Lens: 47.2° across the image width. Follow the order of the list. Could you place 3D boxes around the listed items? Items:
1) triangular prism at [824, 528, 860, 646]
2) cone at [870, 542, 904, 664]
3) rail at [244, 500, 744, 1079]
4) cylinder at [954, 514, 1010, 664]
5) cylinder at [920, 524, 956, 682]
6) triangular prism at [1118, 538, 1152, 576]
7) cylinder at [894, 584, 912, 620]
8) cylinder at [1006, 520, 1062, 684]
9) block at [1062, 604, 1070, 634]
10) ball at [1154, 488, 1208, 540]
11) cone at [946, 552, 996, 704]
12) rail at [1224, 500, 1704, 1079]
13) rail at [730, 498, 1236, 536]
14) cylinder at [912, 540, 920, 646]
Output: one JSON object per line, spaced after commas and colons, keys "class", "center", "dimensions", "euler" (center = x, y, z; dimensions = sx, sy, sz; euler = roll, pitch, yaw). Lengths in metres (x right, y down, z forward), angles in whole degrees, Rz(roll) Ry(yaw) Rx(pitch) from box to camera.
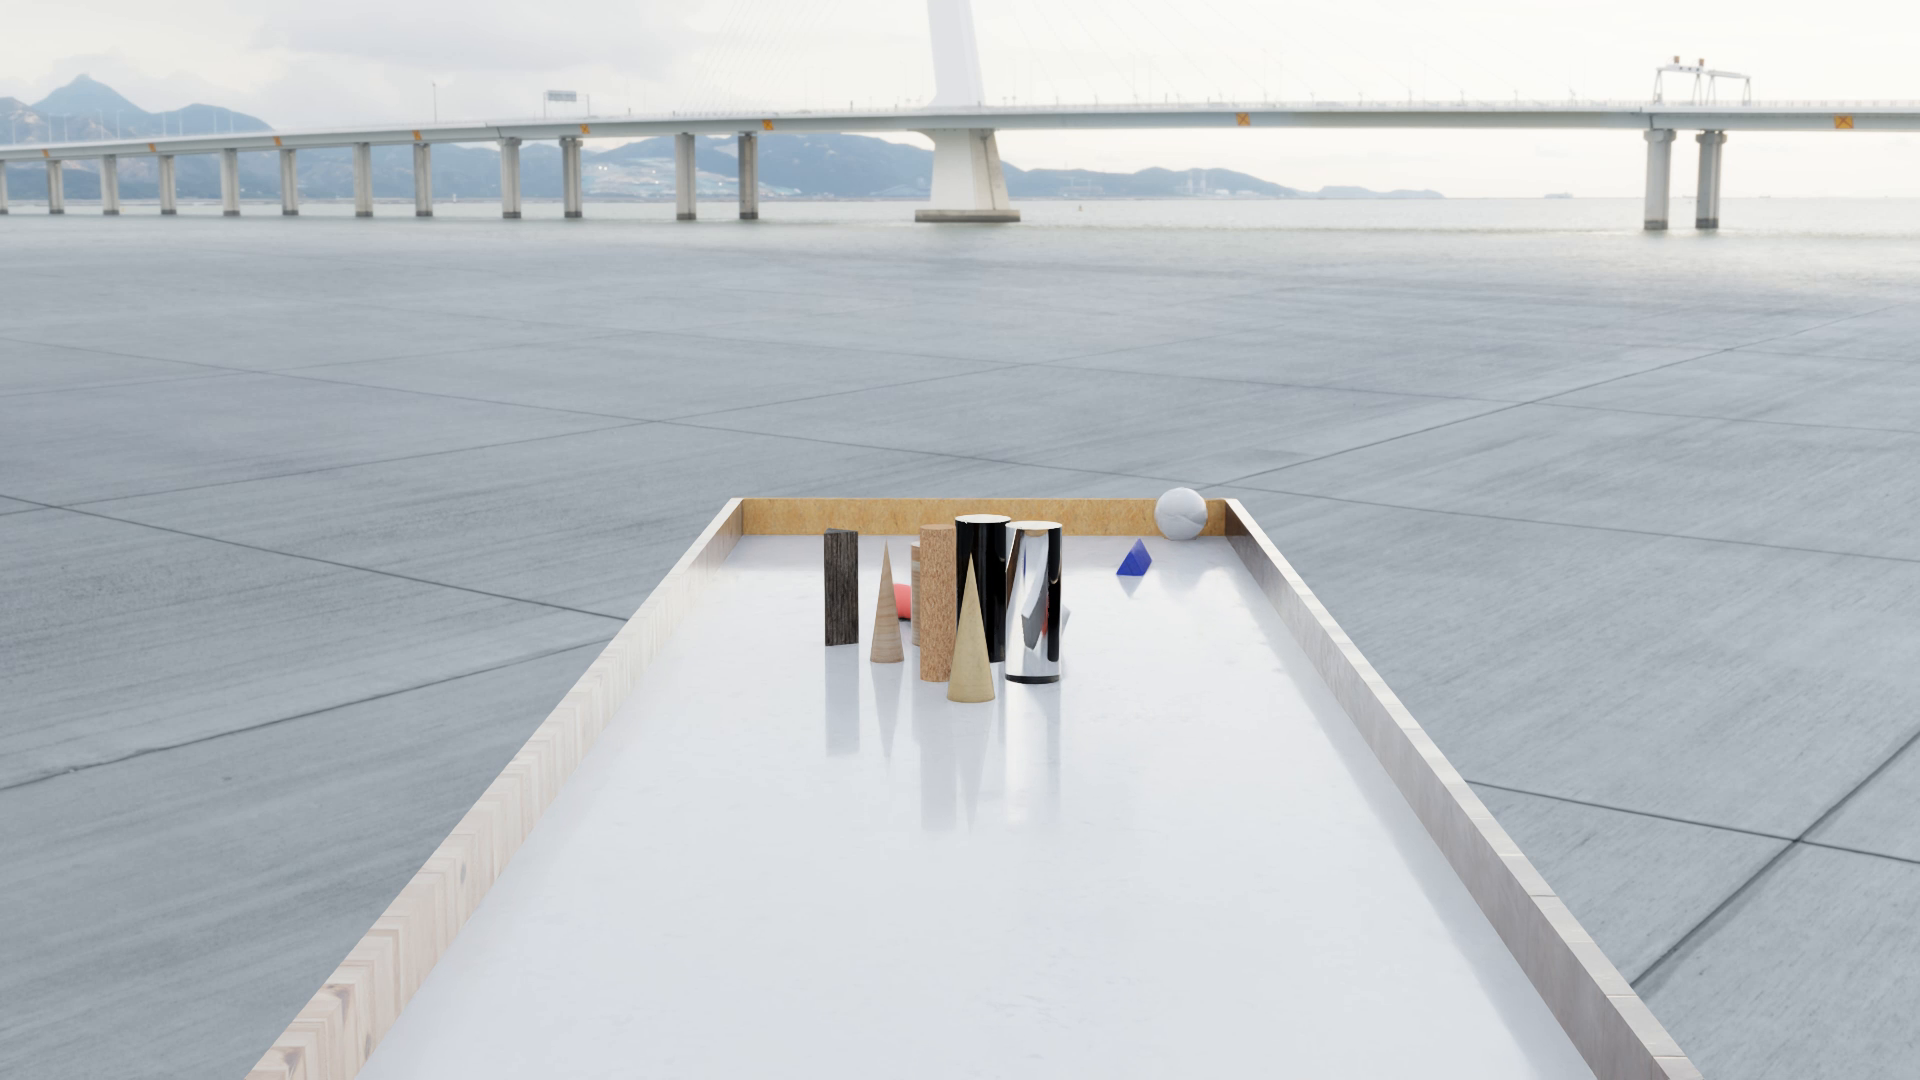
{"class": "triangular prism", "center": [-0.393, 0.146, 6.945], "dimensions": [0.115, 0.357, 0.099], "euler": [-4, 10, -26]}
{"class": "cone", "center": [-0.222, 0.178, 6.675], "dimensions": [0.106, 0.379, 0.106], "euler": [0, 9, 0]}
{"class": "rail", "center": [-1.004, 0.839, 3.234], "dimensions": [0.050, 0.150, 12.000], "euler": [0, 9, 1]}
{"class": "cylinder", "center": [0.070, 0.147, 6.705], "dimensions": [0.170, 0.430, 0.170], "euler": [0, 9, 0]}
{"class": "cylinder", "center": [-0.064, 0.184, 6.414], "dimensions": [0.106, 0.449, 0.106], "euler": [0, 9, 0]}
{"class": "triangular prism", "center": [0.662, 0.061, 8.328], "dimensions": [0.102, 0.089, 0.325], "euler": [2, 9, 10]}
{"class": "cylinder", "center": [-0.055, 0.225, 7.237], "dimensions": [0.453, 0.111, 0.111], "euler": [8, 12, 43]}
{"class": "cylinder", "center": [0.214, 0.181, 6.415], "dimensions": [0.165, 0.454, 0.165], "euler": [0, 9, 0]}
{"class": "block", "center": [0.171, 0.171, 7.024], "dimensions": [0.119, 0.119, 0.410], "euler": [-5, 35, -39]}
{"class": "ball", "center": [0.903, -0.107, 8.992], "dimensions": [0.216, 0.216, 0.216], "euler": [0, 9, 0]}
{"class": "cone", "center": [0.031, 0.238, 6.172], "dimensions": [0.138, 0.418, 0.138], "euler": [0, 9, 0]}
{"class": "rail", "center": [1.046, 0.843, 3.208], "dimensions": [0.050, 0.150, 12.000], "euler": [0, 9, 1]}
{"class": "rail", "center": [0.099, -0.098, 9.147], "dimensions": [2.100, 0.150, 0.050], "euler": [0, 9, 1]}
{"class": "cylinder", "center": [-0.069, 0.168, 6.936], "dimensions": [0.171, 0.317, 0.171], "euler": [0, 9, 0]}
